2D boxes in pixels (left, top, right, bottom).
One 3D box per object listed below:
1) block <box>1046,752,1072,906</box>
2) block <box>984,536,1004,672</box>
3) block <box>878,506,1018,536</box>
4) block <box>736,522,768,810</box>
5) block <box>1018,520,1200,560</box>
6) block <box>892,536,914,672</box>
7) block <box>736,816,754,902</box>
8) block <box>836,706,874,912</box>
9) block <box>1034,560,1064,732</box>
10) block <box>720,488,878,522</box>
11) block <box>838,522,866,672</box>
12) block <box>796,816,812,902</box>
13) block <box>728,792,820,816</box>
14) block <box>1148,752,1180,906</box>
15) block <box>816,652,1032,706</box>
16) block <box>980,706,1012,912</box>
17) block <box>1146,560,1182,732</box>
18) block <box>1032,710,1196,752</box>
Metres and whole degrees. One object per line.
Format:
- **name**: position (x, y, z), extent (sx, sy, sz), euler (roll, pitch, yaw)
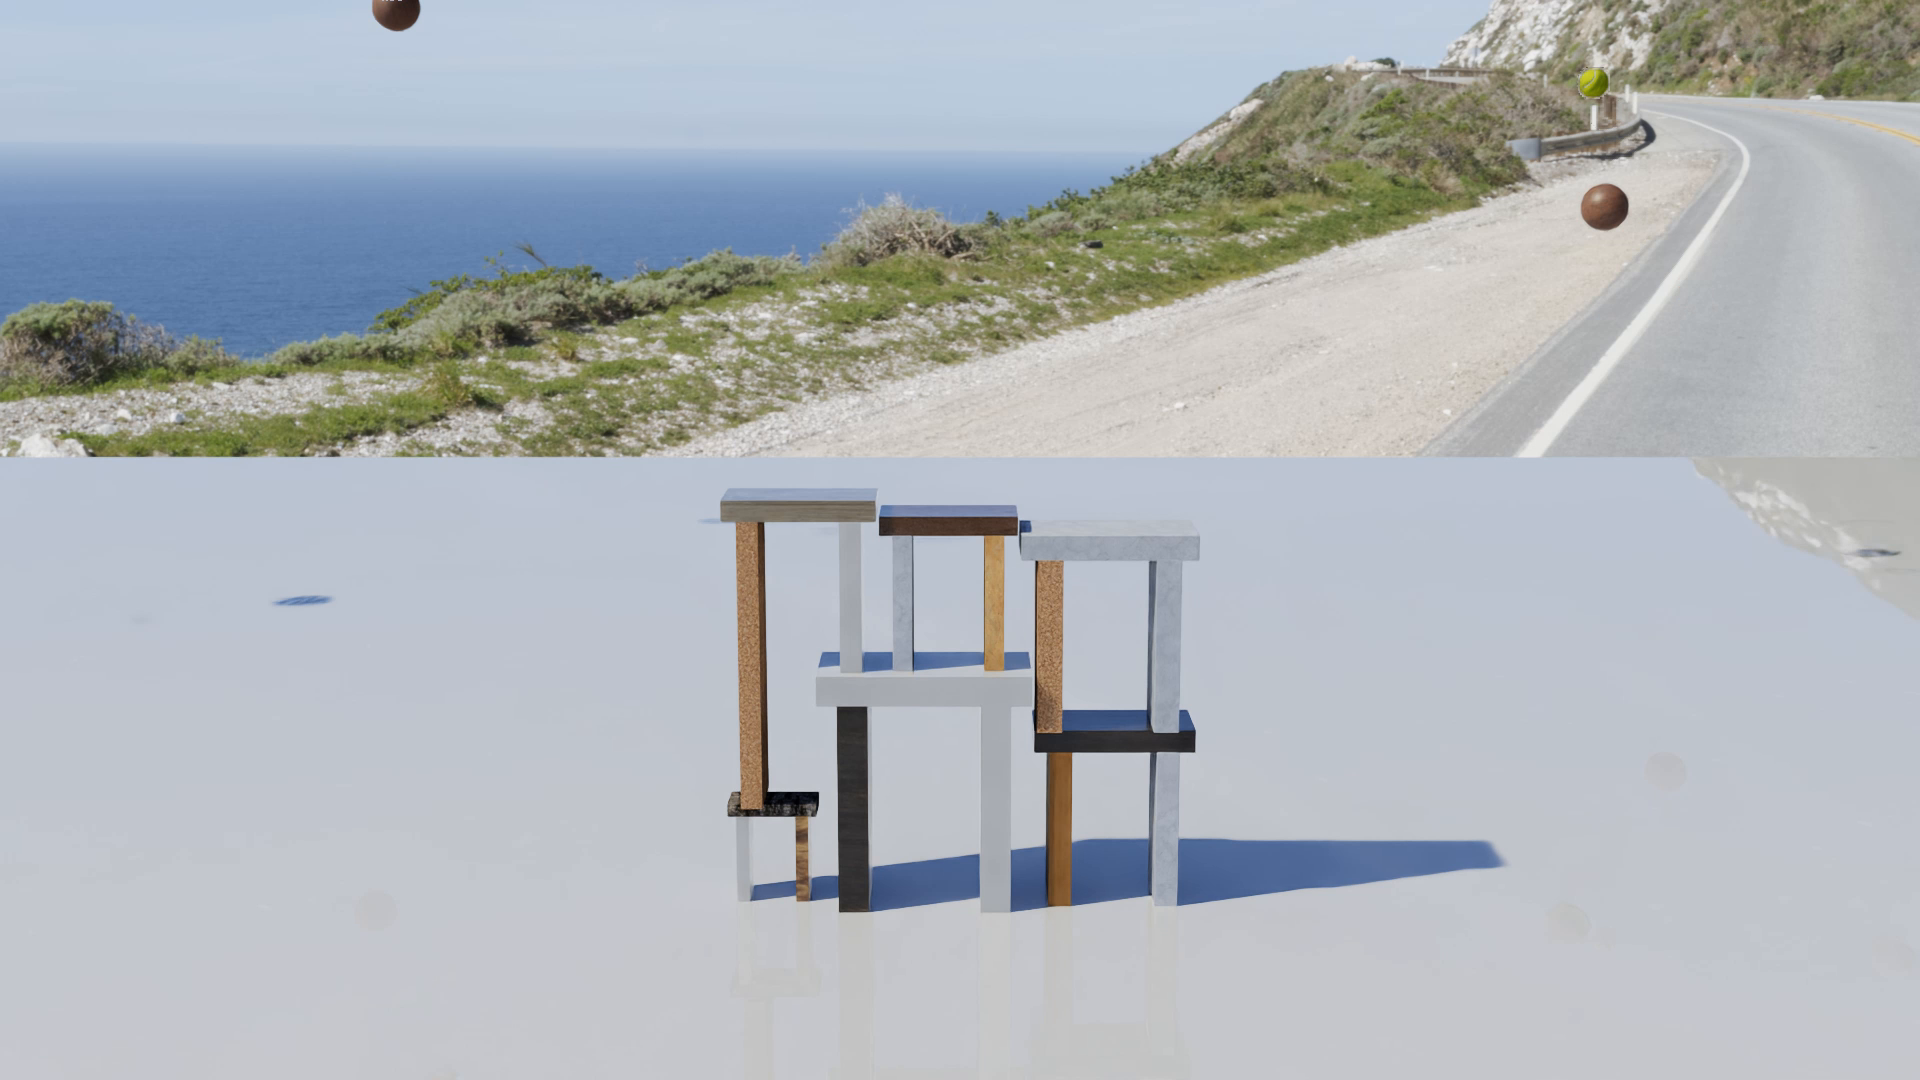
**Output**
- **block**: position (0.164, 0.461, 3.649), extent (0.037, 0.261, 0.130), euler (0, 11, 0)
- **block**: position (0.055, 0.092, 3.581), extent (0.031, 0.221, 0.111), euler (0, 11, 0)
- **block**: position (-0.018, -0.032, 3.558), extent (0.221, 0.031, 0.111), euler (0, 11, 0)
- **block**: position (-0.339, 0.194, 3.594), extent (0.035, 0.474, 0.123), euler (0, 11, 0)
- **block**: position (0.238, 0.000, 3.556), extent (0.283, 0.040, 0.141), euler (0, 11, 0)
- **block**: position (-0.092, 0.092, 3.581), extent (0.031, 0.221, 0.111), euler (0, 11, 0)
- **block**: position (-0.357, 0.519, 3.654), extent (0.021, 0.146, 0.073), euler (0, 11, 0)
- **block**: position (-0.173, 0.421, 3.634), extent (0.049, 0.346, 0.173), euler (0, 11, 0)
- **block**: position (0.144, 0.159, 3.585), extent (0.040, 0.283, 0.141), euler (0, 11, 0)
- **block**: position (-0.257, -0.056, 3.548), extent (0.246, 0.035, 0.123), euler (0, 11, 0)
- **block**: position (-0.175, 0.081, 3.573), extent (0.035, 0.246, 0.123), euler (0, 11, 0)
- **block**: position (-0.260, 0.519, 3.654), extent (0.021, 0.146, 0.073), euler (0, 11, 0)
- **block**: position (-0.308, 0.437, 3.638), extent (0.146, 0.021, 0.073), euler (0, 11, 0)
- **block**: position (0.338, 0.461, 3.649), extent (0.037, 0.261, 0.131), euler (0, 11, 0)
- **block**: position (-0.058, 0.227, 3.598), extent (0.346, 0.049, 0.173), euler (0, 11, 0)
- **block**: position (0.058, 0.421, 3.634), extent (0.049, 0.346, 0.173), euler (0, 11, 0)
- **block**: position (0.333, 0.159, 3.585), extent (0.040, 0.283, 0.141), euler (0, 11, 0)
- **block**: position (0.251, 0.314, 3.622), extent (0.261, 0.037, 0.131), euler (0, 11, 0)
